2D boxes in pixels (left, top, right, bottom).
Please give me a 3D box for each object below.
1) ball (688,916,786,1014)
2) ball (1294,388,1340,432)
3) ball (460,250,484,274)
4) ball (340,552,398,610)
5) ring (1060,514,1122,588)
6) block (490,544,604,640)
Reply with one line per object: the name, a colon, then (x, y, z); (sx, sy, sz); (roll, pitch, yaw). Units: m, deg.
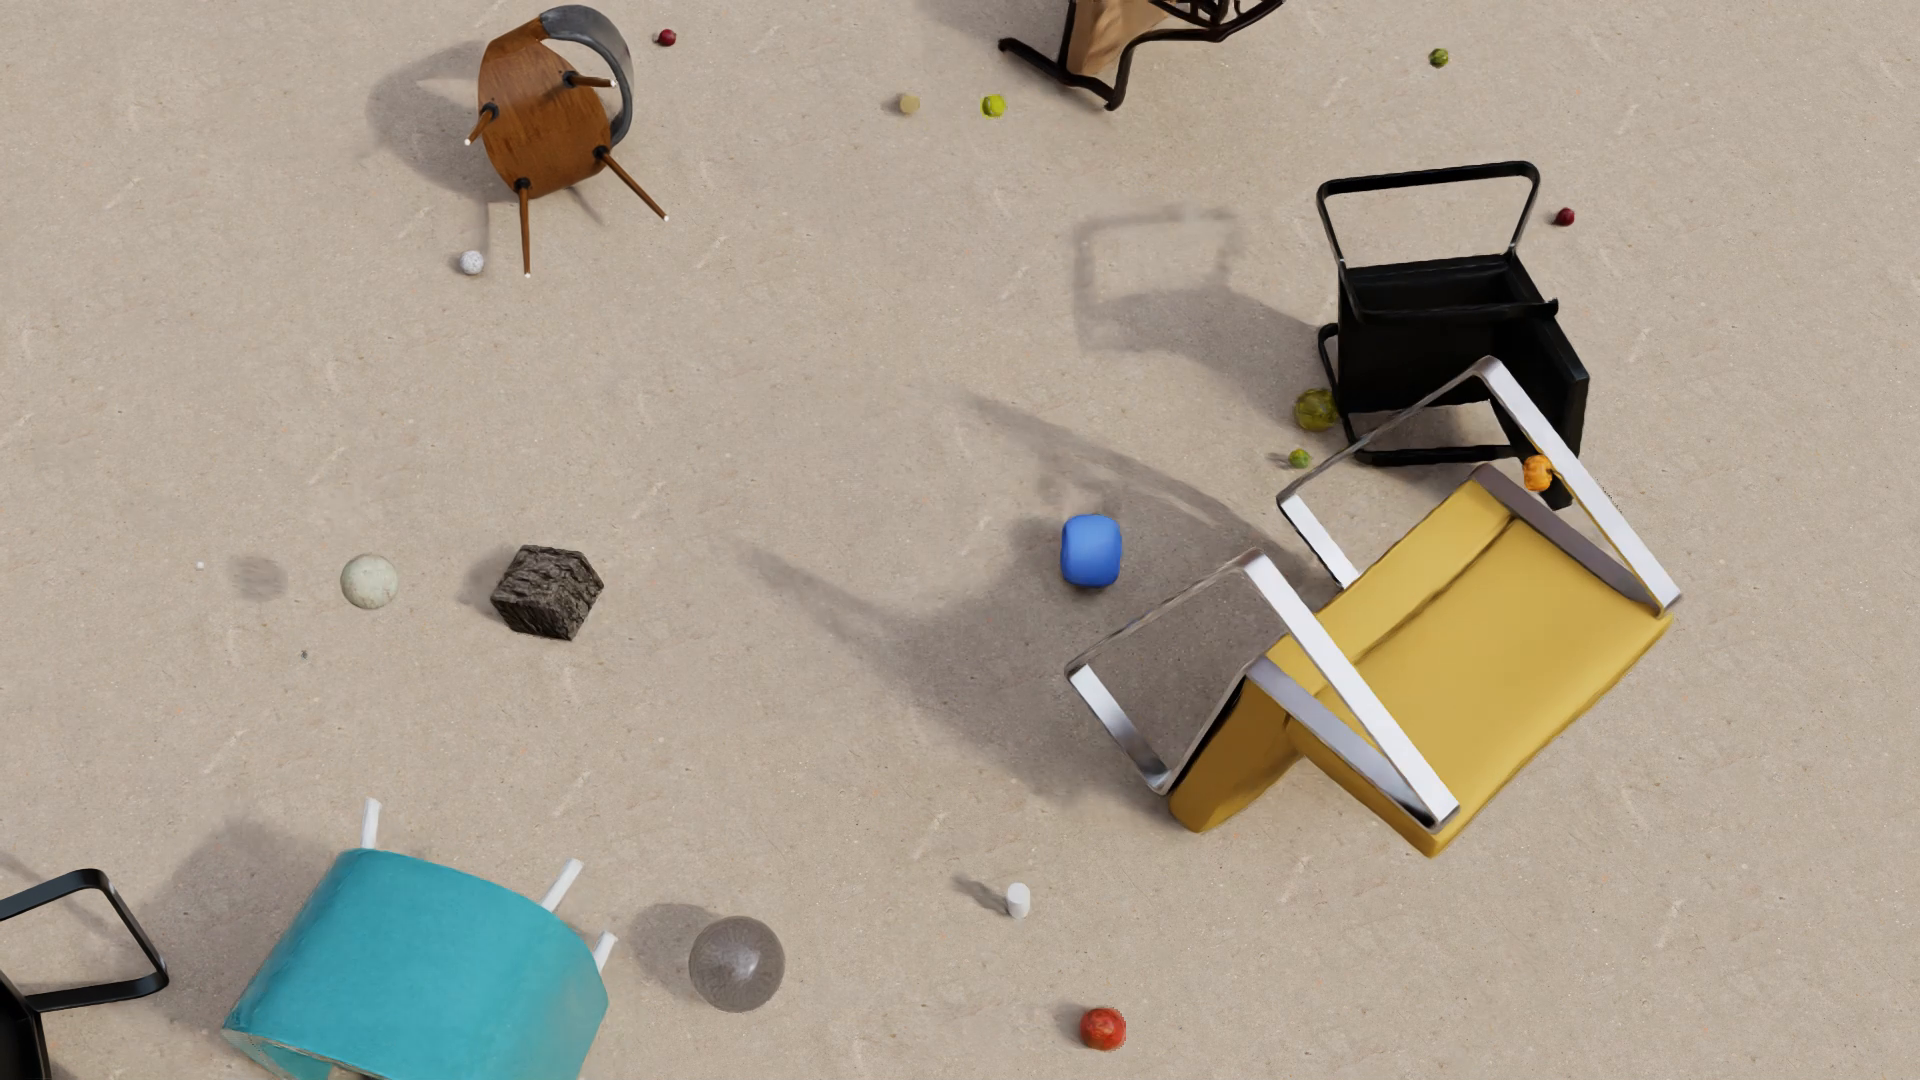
ball: (-0.576, 1.097, 5.688); (0.250, 0.250, 0.250); (0, 56, 0)
ball: (1.098, -0.399, 6.760); (0.137, 0.137, 0.137); (0, 56, 0)
ball: (-1.584, -0.900, 7.131); (0.079, 0.079, 0.079); (0, 56, 0)
ball: (-1.592, 0.111, 5.931); (0.153, 0.153, 0.153); (0, 56, 0)
ring: (0.383, 0.032, 6.434); (0.161, 0.198, 0.221); (3, 62, -4)
block: (-1.189, 0.150, 6.342); (0.216, 0.155, 0.204); (7, 54, 28)
